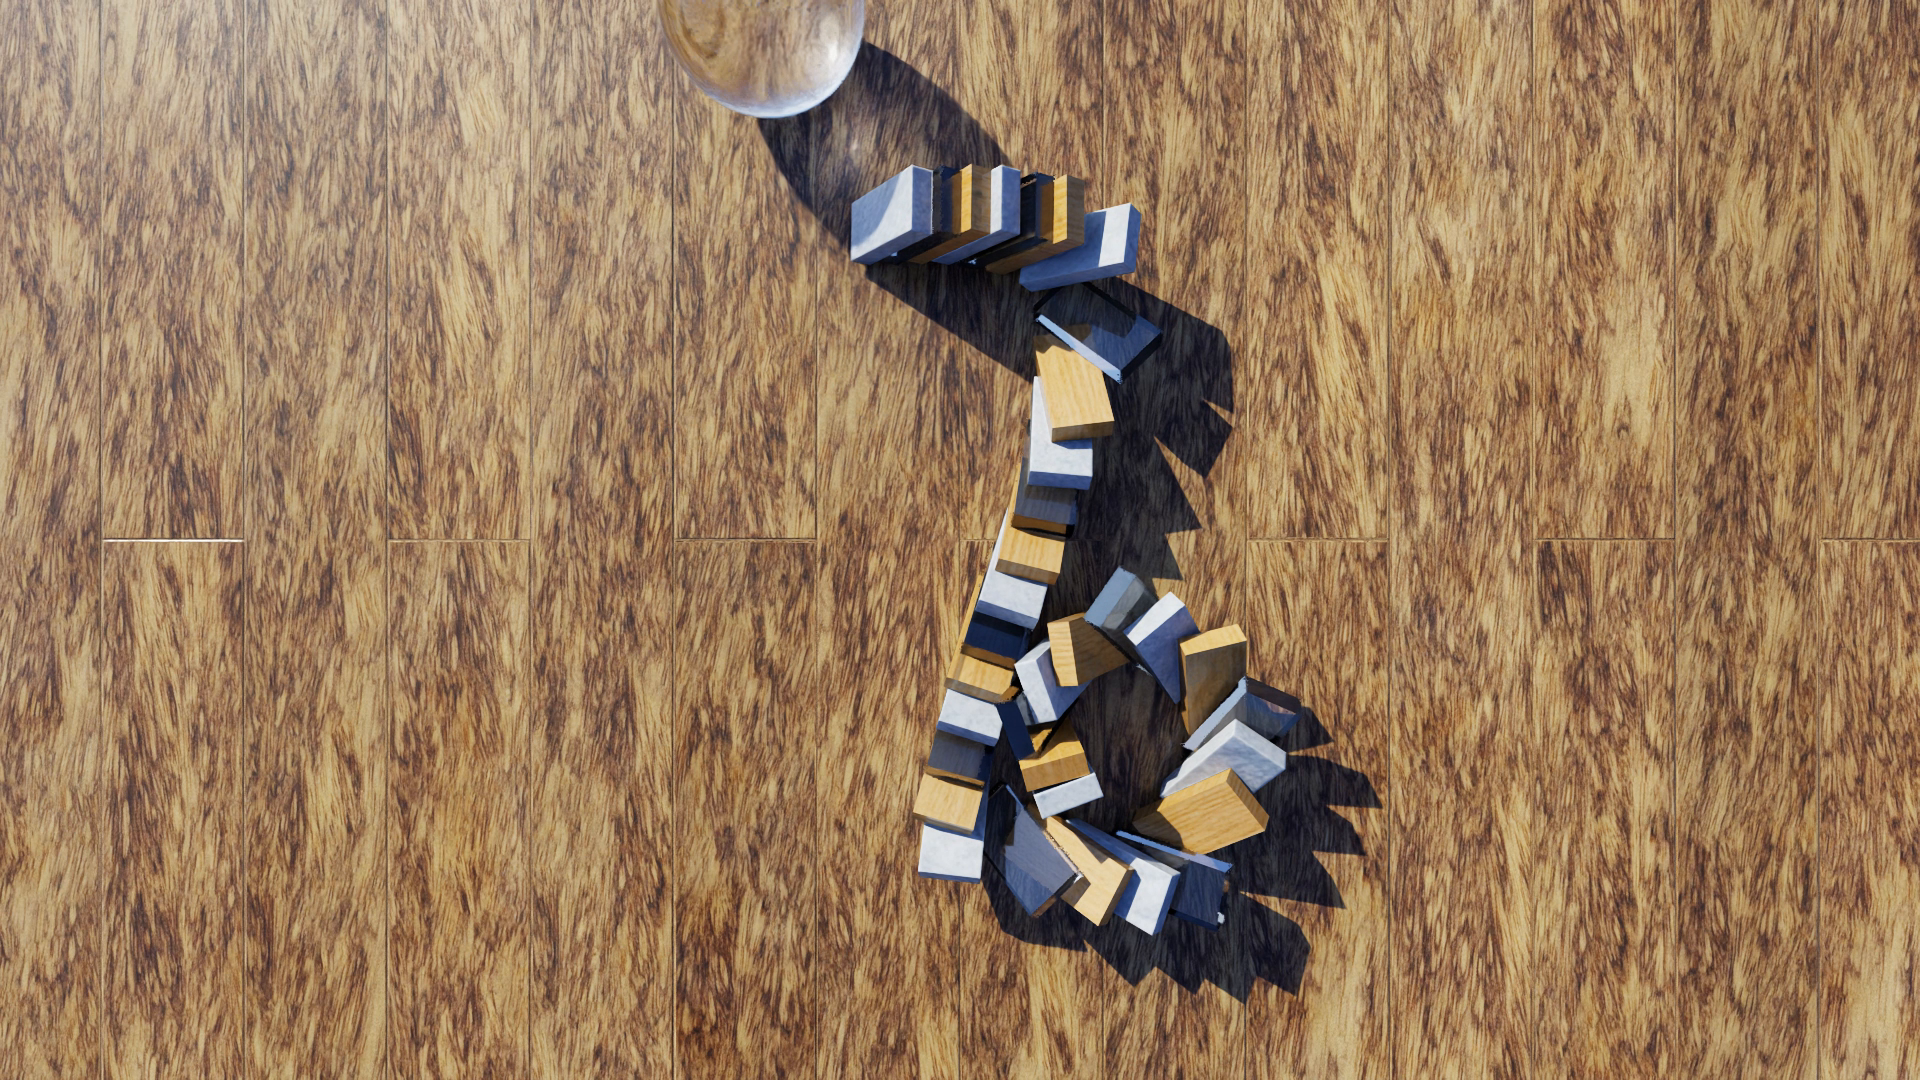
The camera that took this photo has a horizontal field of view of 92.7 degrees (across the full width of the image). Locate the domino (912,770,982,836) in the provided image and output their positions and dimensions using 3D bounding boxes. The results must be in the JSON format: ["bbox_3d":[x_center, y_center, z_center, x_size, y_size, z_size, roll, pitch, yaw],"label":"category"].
[{"bbox_3d":[-0.001,0.094,0.382,0.025,0.009,0.050,16,58,2],"label":"domino"}]

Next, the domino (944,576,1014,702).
[{"bbox_3d":[0.012,0.041,0.382,0.025,0.010,0.050,18,56,0],"label":"domino"}]

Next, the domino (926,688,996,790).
[{"bbox_3d":[0.004,0.075,0.383,0.025,0.009,0.050,16,58,0],"label":"domino"}]

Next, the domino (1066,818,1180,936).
[{"bbox_3d":[0.064,0.139,0.381,0.050,0.009,0.025,19,93,36],"label":"domino"}]

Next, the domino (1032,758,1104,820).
[{"bbox_3d":[0.041,0.097,0.375,0.025,0.050,0.010,-21,91,0],"label":"domino"}]

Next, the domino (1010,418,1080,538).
[{"bbox_3d":[0.037,-0.026,0.383,0.025,0.010,0.050,11,58,0],"label":"domino"}]

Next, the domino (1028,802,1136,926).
[{"bbox_3d":[0.045,0.134,0.382,0.050,0.009,0.025,27,90,35],"label":"domino"}]

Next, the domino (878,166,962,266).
[{"bbox_3d":[-0.017,-0.132,0.377,0.009,0.050,0.025,1,90,-34],"label":"domino"}]

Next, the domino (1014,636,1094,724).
[{"bbox_3d":[0.040,0.053,0.375,0.009,0.050,0.025,-17,95,30],"label":"domino"}]

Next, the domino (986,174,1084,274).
[{"bbox_3d":[0.030,-0.129,0.377,0.010,0.050,0.025,1,89,-37],"label":"domino"}]

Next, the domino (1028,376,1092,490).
[{"bbox_3d":[0.042,-0.045,0.383,0.025,0.009,0.050,5,58,0],"label":"domino"}]

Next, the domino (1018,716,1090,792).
[{"bbox_3d":[0.035,0.084,0.375,0.025,0.050,0.010,-16,101,0],"label":"domino"}]

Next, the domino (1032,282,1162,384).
[{"bbox_3d":[0.057,-0.090,0.384,0.025,0.009,0.050,-44,66,-10],"label":"domino"}]

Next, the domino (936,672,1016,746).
[{"bbox_3d":[0.009,0.058,0.382,0.025,0.009,0.050,17,57,0],"label":"domino"}]

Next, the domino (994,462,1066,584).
[{"bbox_3d":[0.032,-0.007,0.382,0.025,0.010,0.050,14,56,0],"label":"domino"}]

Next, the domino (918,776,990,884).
[{"bbox_3d":[-0.002,0.115,0.382,0.025,0.009,0.050,5,57,3],"label":"domino"}]

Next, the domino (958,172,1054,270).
[{"bbox_3d":[0.018,-0.130,0.377,0.009,0.050,0.025,1,90,-37],"label":"domino"}]

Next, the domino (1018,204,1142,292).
[{"bbox_3d":[0.049,-0.120,0.379,0.050,0.010,0.025,1,79,39],"label":"domino"}]

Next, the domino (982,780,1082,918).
[{"bbox_3d":[0.024,0.128,0.382,0.025,0.009,0.050,-44,54,0],"label":"domino"}]

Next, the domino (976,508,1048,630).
[{"bbox_3d":[0.025,0.010,0.381,0.025,0.010,0.050,18,56,1],"label":"domino"}]

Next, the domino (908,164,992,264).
[{"bbox_3d":[-0.006,-0.133,0.377,0.010,0.050,0.025,1,90,-34],"label":"domino"}]

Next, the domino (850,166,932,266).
[{"bbox_3d":[-0.029,-0.132,0.377,0.010,0.050,0.025,1,90,-34],"label":"domino"}]

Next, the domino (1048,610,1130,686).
[{"bbox_3d":[0.054,0.042,0.377,0.010,0.050,0.025,-8,90,35],"label":"domino"}]

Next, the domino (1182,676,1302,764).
[{"bbox_3d":[0.116,0.080,0.380,0.025,0.010,0.050,23,128,-4],"label":"domino"}]

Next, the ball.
[{"bbox_3d":[-0.078,-0.209,0.360,0.080,0.080,0.080,0,90,0],"label":"ball"}]

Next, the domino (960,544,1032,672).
[{"bbox_3d":[0.019,0.027,0.381,0.025,0.009,0.050,18,56,1],"label":"domino"}]

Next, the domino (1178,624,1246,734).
[{"bbox_3d":[0.105,0.059,0.381,0.025,0.010,0.050,-14,129,0],"label":"domino"}]

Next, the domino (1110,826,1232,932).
[{"bbox_3d":[0.085,0.140,0.382,0.050,0.009,0.025,10,96,32],"label":"domino"}]

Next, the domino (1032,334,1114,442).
[{"bbox_3d":[0.047,-0.065,0.383,0.025,0.009,0.050,-7,59,-1],"label":"domino"}]

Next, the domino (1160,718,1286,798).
[{"bbox_3d":[0.109,0.098,0.381,0.025,0.009,0.050,34,127,-1],"label":"domino"}]

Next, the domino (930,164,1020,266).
[{"bbox_3d":[0.006,-0.132,0.377,0.010,0.050,0.025,1,90,-34],"label":"domino"}]

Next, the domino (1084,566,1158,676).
[{"bbox_3d":[0.073,0.034,0.378,0.025,0.010,0.050,-54,133,-6],"label":"domino"}]

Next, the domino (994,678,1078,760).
[{"bbox_3d":[0.032,0.066,0.374,0.009,0.050,0.025,-16,100,30],"label":"domino"}]

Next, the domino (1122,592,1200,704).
[{"bbox_3d":[0.088,0.046,0.380,0.025,0.009,0.050,-40,132,-1],"label":"domino"}]

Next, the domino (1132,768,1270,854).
[{"bbox_3d":[0.099,0.116,0.382,0.050,0.009,0.025,-38,90,35],"label":"domino"}]
